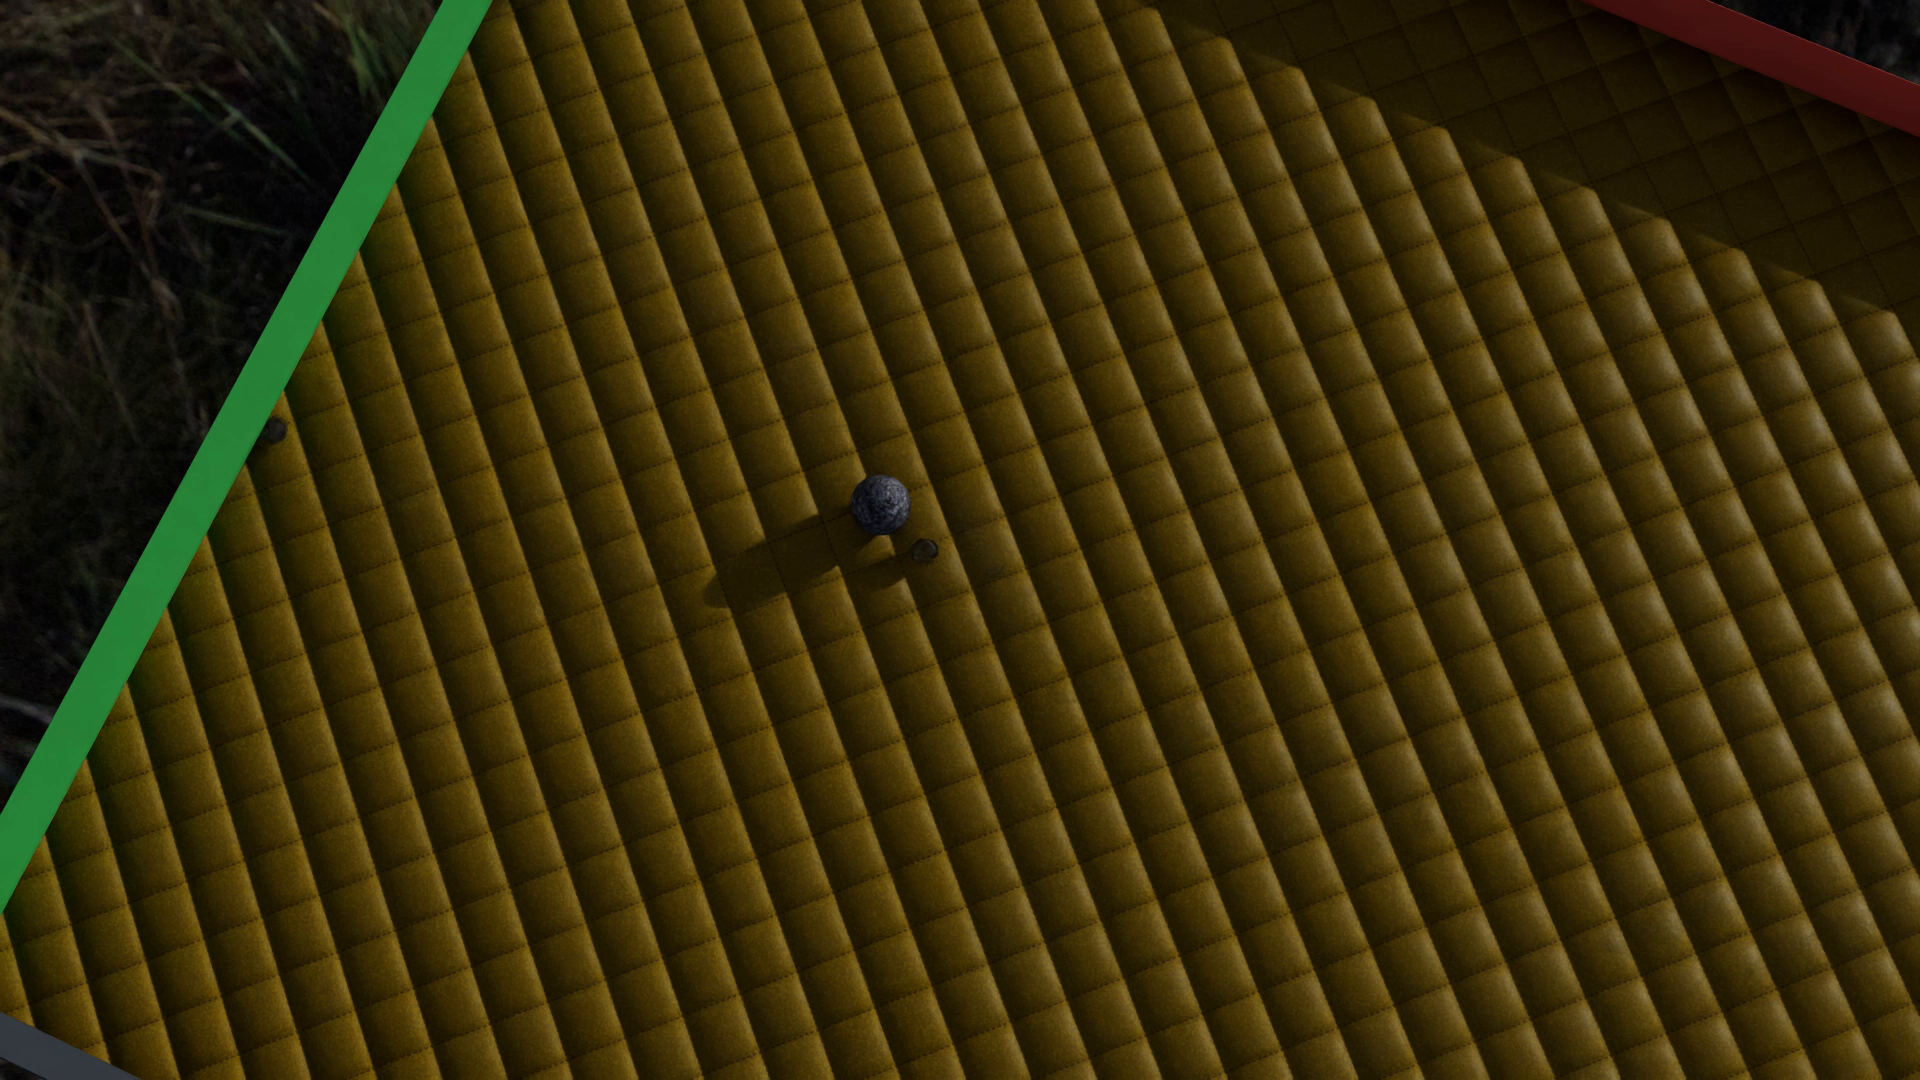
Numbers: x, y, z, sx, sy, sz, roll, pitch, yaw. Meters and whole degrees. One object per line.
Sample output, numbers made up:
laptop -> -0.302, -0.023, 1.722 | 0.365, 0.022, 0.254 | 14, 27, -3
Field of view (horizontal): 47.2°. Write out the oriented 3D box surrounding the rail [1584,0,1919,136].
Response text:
rail -> 1.483, -0.661, 3.438 | 4.311, 0.119, 0.045 | 24, 78, 5

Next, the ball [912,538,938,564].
ball -> -0.053, 0.017, 3.326 | 0.042, 0.042, 0.042 | 0, 77, 0

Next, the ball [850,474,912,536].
ball -> -0.119, -0.053, 3.316 | 0.092, 0.092, 0.092 | 0, 77, 0

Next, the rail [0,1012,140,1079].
rail -> 0.483, 1.509, 2.948 | 4.311, 0.119, 0.045 | 24, 78, 5

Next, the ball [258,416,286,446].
ball -> -1.053, -0.167, 3.366 | 0.043, 0.043, 0.043 | 0, 77, 0

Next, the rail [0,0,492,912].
rail -> -0.961, -0.428, 3.385 | 0.045, 0.119, 2.486 | 24, 78, 5
